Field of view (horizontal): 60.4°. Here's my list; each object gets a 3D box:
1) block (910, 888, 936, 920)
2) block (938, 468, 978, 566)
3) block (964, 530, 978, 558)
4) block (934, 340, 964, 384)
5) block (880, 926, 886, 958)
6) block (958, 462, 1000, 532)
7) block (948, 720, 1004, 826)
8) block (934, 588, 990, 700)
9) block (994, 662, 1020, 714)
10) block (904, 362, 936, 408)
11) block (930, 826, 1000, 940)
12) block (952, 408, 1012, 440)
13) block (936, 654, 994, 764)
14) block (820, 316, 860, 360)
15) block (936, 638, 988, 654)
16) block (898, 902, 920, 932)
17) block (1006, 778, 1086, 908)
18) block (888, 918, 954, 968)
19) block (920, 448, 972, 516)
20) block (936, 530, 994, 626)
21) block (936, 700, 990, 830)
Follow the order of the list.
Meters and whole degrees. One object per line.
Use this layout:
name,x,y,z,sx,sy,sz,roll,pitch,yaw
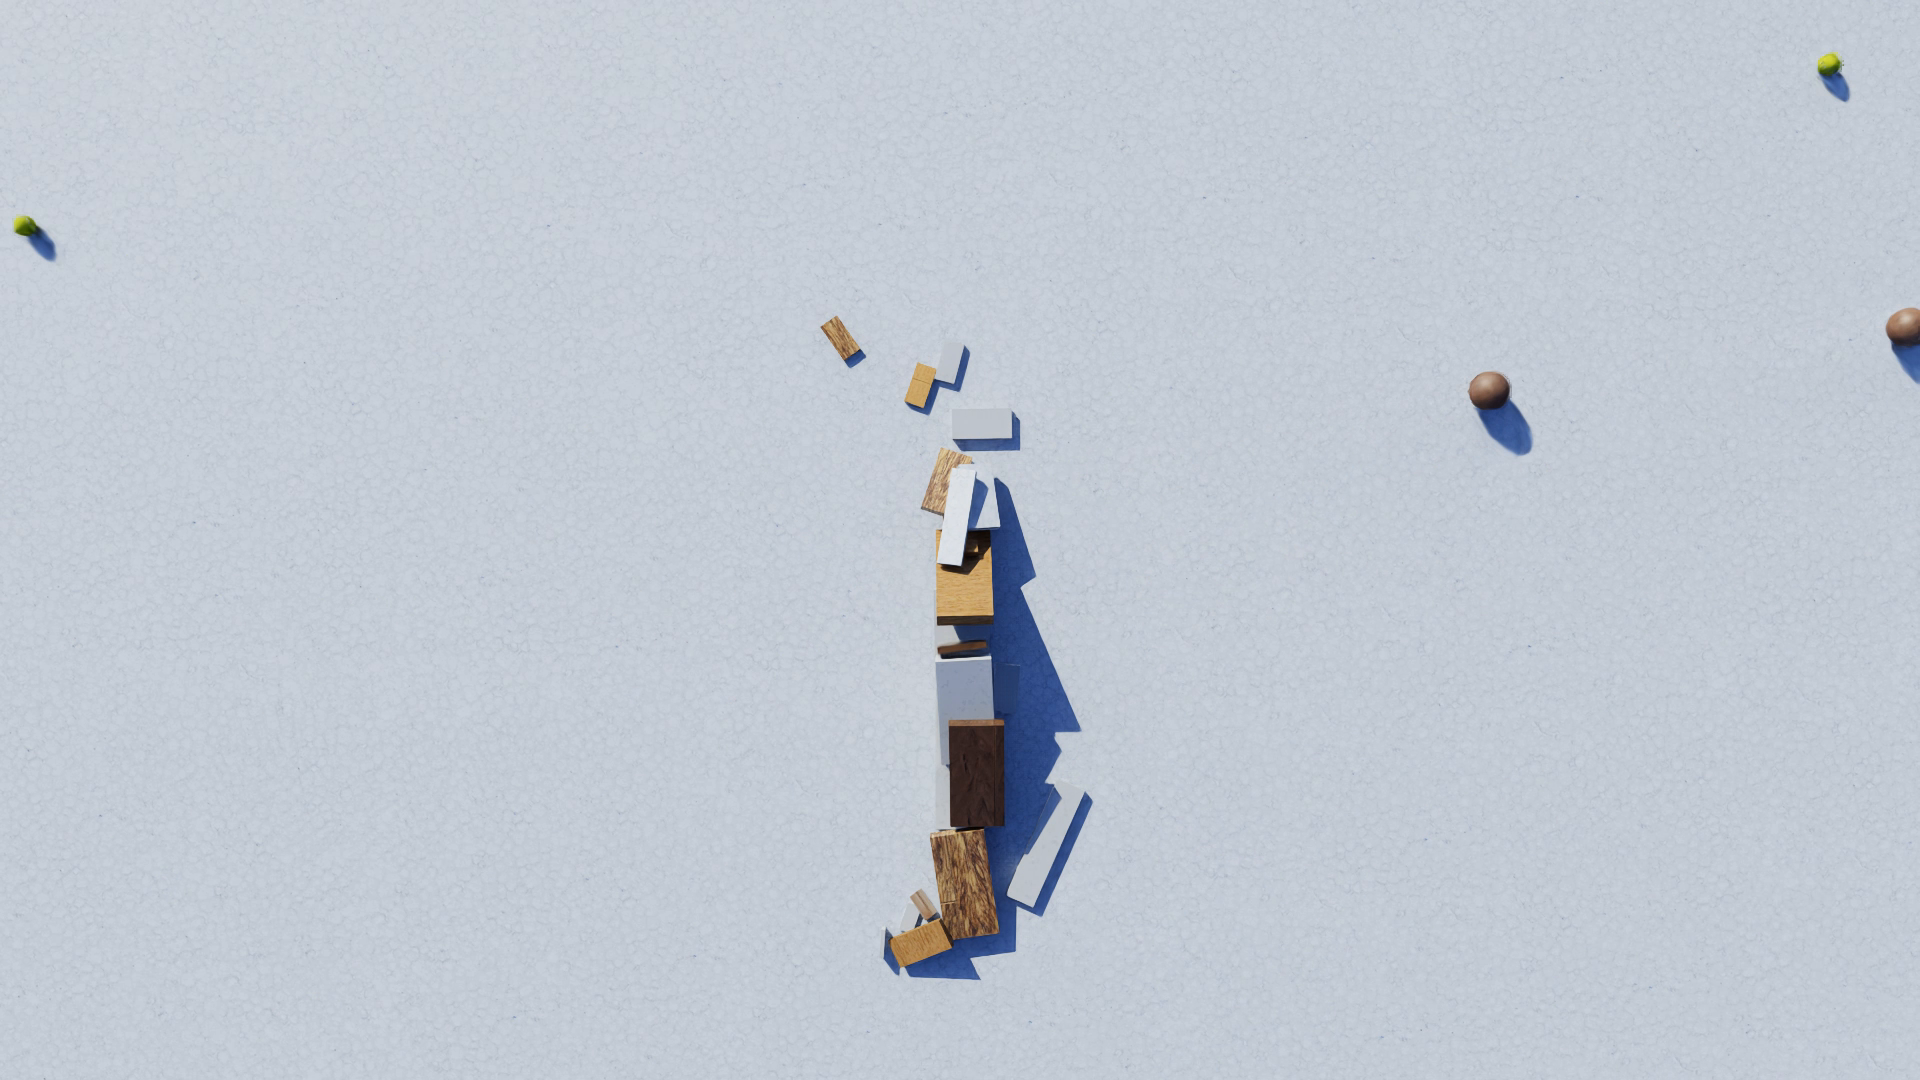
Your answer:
block,-0.123,1.211,5.484,0.047,0.013,0.094,-34,90,-25
block,-0.009,-0.074,5.364,0.080,0.023,0.319,6,78,12
block,0.000,-0.046,5.428,0.110,0.031,0.221,-2,58,0
block,-0.035,-0.593,5.490,0.068,0.019,0.136,15,90,0
block,-0.257,1.336,5.476,0.013,0.047,0.094,4,90,0
block,0.061,-0.141,5.418,0.110,0.031,0.221,-4,74,-15
block,0.055,0.760,5.372,0.179,0.051,0.357,-1,107,0
block,0.007,0.338,5.397,0.180,0.051,0.360,-1,93,0
block,0.152,0.493,5.489,0.080,0.023,0.160,6,90,0
block,-0.131,-0.515,5.490,0.068,0.019,0.136,19,90,0
block,0.015,1.133,5.449,0.179,0.051,0.357,-8,98,1
block,0.072,-0.386,5.486,0.198,0.028,0.099,-1,90,0
block,0.019,0.551,5.362,0.180,0.051,0.360,-3,107,1
block,-0.398,-0.672,5.490,0.068,0.019,0.136,-35,90,0
block,0.007,0.343,5.331,0.160,0.080,0.023,-8,91,0
block,-0.166,1.258,5.493,0.047,0.013,0.095,19,90,0
block,0.284,1.006,5.486,0.099,0.028,0.423,24,90,0
block,-0.129,1.333,5.457,0.198,0.028,0.099,-26,90,18
block,-0.044,-0.188,5.447,0.110,0.031,0.221,18,70,0
block,0.013,0.118,5.365,0.180,0.051,0.360,-1,50,0
block,0.008,0.629,5.460,0.179,0.051,0.653,0,93,0
